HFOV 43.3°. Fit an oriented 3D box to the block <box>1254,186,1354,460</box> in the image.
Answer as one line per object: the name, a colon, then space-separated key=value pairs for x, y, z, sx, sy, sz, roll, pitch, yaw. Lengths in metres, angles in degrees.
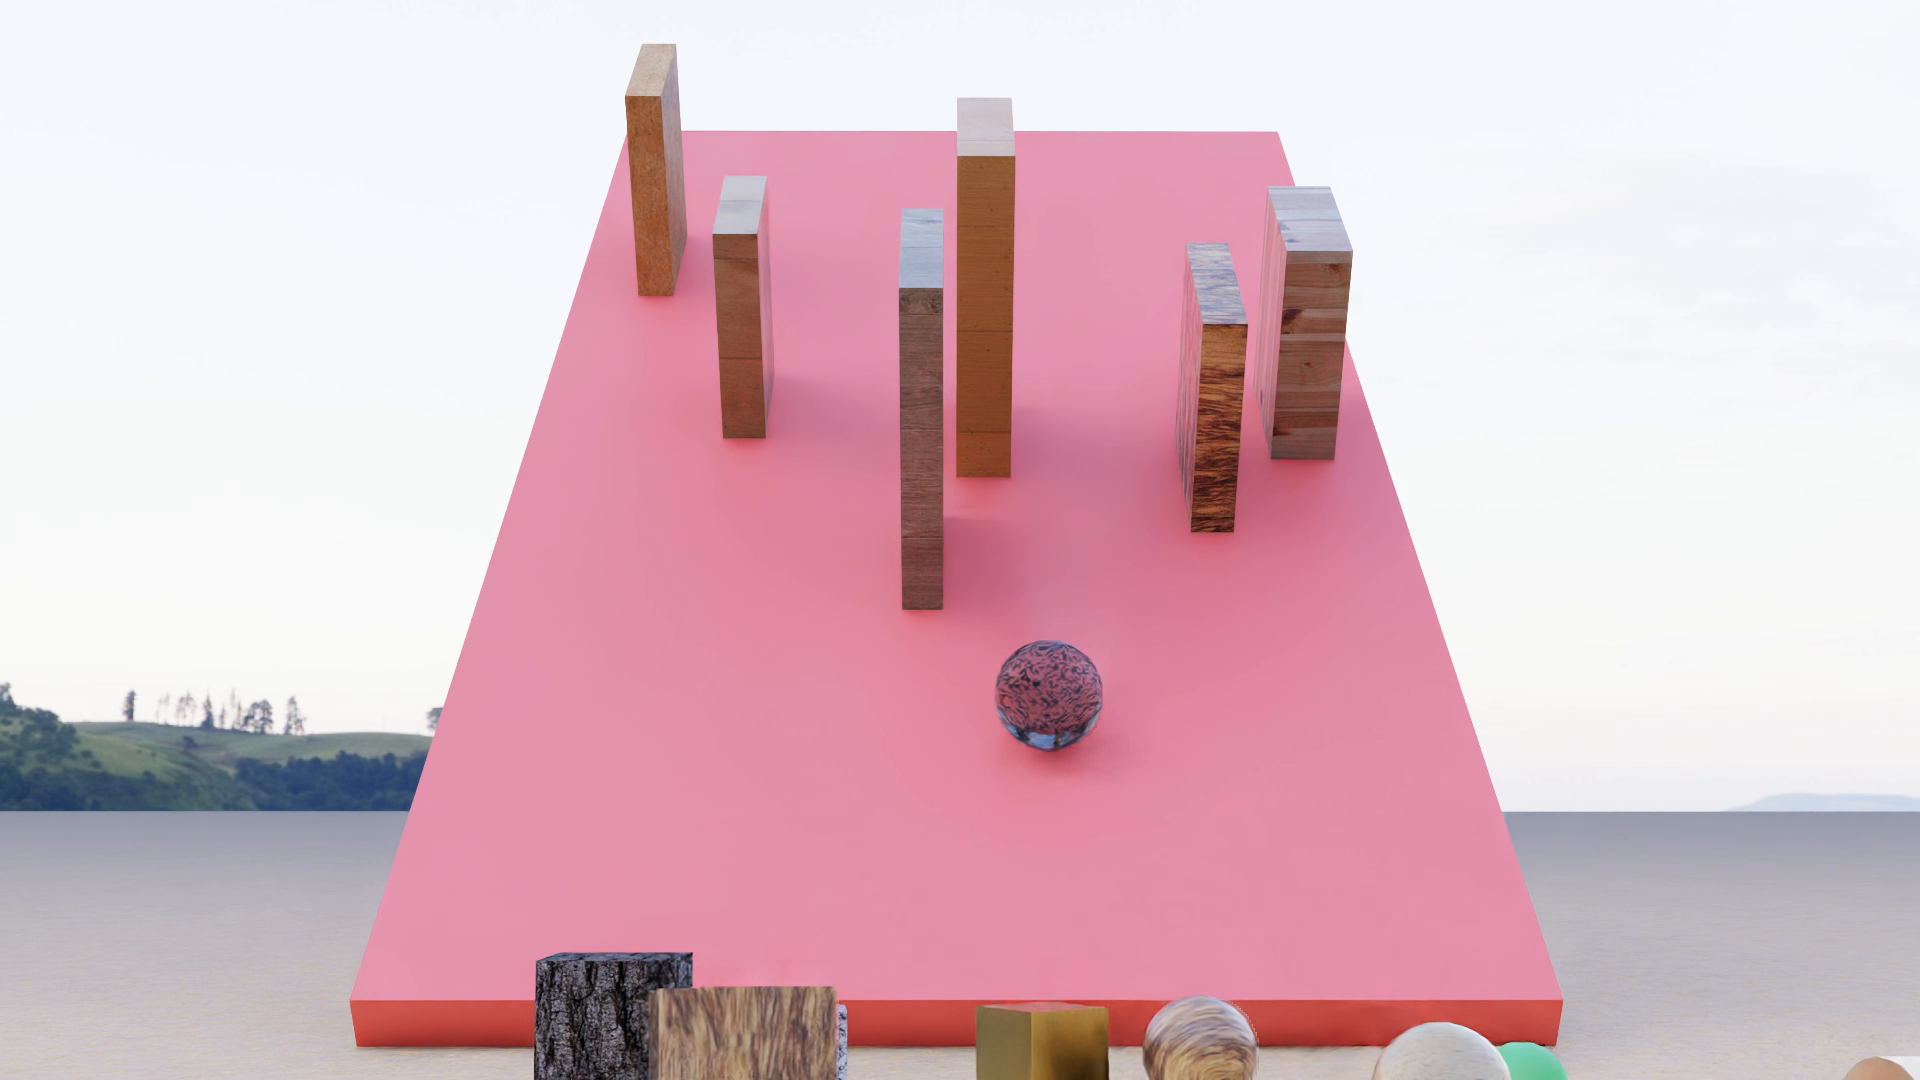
block: x=0.794 y=-0.508 z=5.640 sx=0.147 sy=0.523 sz=0.378 roll=0 pitch=30 yaw=0

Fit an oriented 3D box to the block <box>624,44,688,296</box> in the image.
block: x=-0.803 y=-0.985 z=6.421 sx=0.092 sy=0.550 sz=0.406 roll=0 pitch=30 yaw=0

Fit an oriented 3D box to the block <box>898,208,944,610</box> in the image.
block: x=-0.078 y=-0.271 z=5.022 sx=0.086 sy=0.731 sz=0.396 roll=0 pitch=30 yaw=0

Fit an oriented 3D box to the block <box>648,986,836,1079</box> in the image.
block: x=-0.241 y=0.587 z=2.645 sx=0.188 sy=0.188 sz=0.188 roll=1 pitch=-13 yaw=-11

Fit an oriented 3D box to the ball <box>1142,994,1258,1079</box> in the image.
ball: x=0.315 y=0.674 z=3.181 sx=0.151 sy=0.151 sz=0.151 roll=0 pitch=-6 yaw=0

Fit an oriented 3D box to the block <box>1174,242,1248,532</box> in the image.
block: x=0.554 y=-0.342 z=5.373 sx=0.094 sy=0.504 sz=0.429 roll=0 pitch=30 yaw=0

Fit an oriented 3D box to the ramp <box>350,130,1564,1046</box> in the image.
ramp: x=-0.013 y=-0.207 z=5.738 sx=2.000 sy=0.100 sz=4.000 roll=0 pitch=30 yaw=0

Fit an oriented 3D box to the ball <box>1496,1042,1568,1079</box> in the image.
ball: x=0.687 y=0.670 z=2.957 sx=0.112 sy=0.112 sz=0.112 roll=0 pitch=-6 yaw=0

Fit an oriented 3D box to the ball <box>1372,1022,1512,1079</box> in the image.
ball: x=0.538 y=0.619 z=2.702 sx=0.158 sy=0.158 sz=0.158 roll=0 pitch=-6 yaw=0

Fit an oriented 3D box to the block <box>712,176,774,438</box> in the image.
block: x=-0.507 y=-0.551 z=5.709 sx=0.100 sy=0.518 sz=0.346 roll=0 pitch=30 yaw=0

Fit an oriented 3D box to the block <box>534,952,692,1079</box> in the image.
block: x=-0.477 y=0.673 z=3.351 sx=0.190 sy=0.190 sz=0.190 roll=0 pitch=-6 yaw=0

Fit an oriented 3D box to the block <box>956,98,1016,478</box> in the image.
block: x=0.054 y=-0.570 z=5.489 sx=0.124 sy=0.778 sz=0.359 roll=0 pitch=30 yaw=0

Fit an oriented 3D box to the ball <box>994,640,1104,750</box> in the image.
ball: x=0.168 y=0.293 z=4.577 sx=0.207 sy=0.207 sz=0.207 roll=0 pitch=-6 yaw=0

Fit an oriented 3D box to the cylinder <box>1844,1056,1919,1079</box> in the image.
cylinder: x=0.823 y=0.509 z=1.908 sx=0.198 sy=0.198 sz=0.198 roll=2 pitch=-6 yaw=-8

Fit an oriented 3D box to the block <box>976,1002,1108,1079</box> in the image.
block: x=0.111 y=0.696 z=3.273 sx=0.128 sy=0.128 sz=0.128 roll=4 pitch=-8 yaw=-34

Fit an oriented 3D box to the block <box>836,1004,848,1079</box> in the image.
block: x=-0.218 y=0.713 z=3.379 sx=0.117 sy=0.117 sz=0.117 roll=0 pitch=-6 yaw=-4
